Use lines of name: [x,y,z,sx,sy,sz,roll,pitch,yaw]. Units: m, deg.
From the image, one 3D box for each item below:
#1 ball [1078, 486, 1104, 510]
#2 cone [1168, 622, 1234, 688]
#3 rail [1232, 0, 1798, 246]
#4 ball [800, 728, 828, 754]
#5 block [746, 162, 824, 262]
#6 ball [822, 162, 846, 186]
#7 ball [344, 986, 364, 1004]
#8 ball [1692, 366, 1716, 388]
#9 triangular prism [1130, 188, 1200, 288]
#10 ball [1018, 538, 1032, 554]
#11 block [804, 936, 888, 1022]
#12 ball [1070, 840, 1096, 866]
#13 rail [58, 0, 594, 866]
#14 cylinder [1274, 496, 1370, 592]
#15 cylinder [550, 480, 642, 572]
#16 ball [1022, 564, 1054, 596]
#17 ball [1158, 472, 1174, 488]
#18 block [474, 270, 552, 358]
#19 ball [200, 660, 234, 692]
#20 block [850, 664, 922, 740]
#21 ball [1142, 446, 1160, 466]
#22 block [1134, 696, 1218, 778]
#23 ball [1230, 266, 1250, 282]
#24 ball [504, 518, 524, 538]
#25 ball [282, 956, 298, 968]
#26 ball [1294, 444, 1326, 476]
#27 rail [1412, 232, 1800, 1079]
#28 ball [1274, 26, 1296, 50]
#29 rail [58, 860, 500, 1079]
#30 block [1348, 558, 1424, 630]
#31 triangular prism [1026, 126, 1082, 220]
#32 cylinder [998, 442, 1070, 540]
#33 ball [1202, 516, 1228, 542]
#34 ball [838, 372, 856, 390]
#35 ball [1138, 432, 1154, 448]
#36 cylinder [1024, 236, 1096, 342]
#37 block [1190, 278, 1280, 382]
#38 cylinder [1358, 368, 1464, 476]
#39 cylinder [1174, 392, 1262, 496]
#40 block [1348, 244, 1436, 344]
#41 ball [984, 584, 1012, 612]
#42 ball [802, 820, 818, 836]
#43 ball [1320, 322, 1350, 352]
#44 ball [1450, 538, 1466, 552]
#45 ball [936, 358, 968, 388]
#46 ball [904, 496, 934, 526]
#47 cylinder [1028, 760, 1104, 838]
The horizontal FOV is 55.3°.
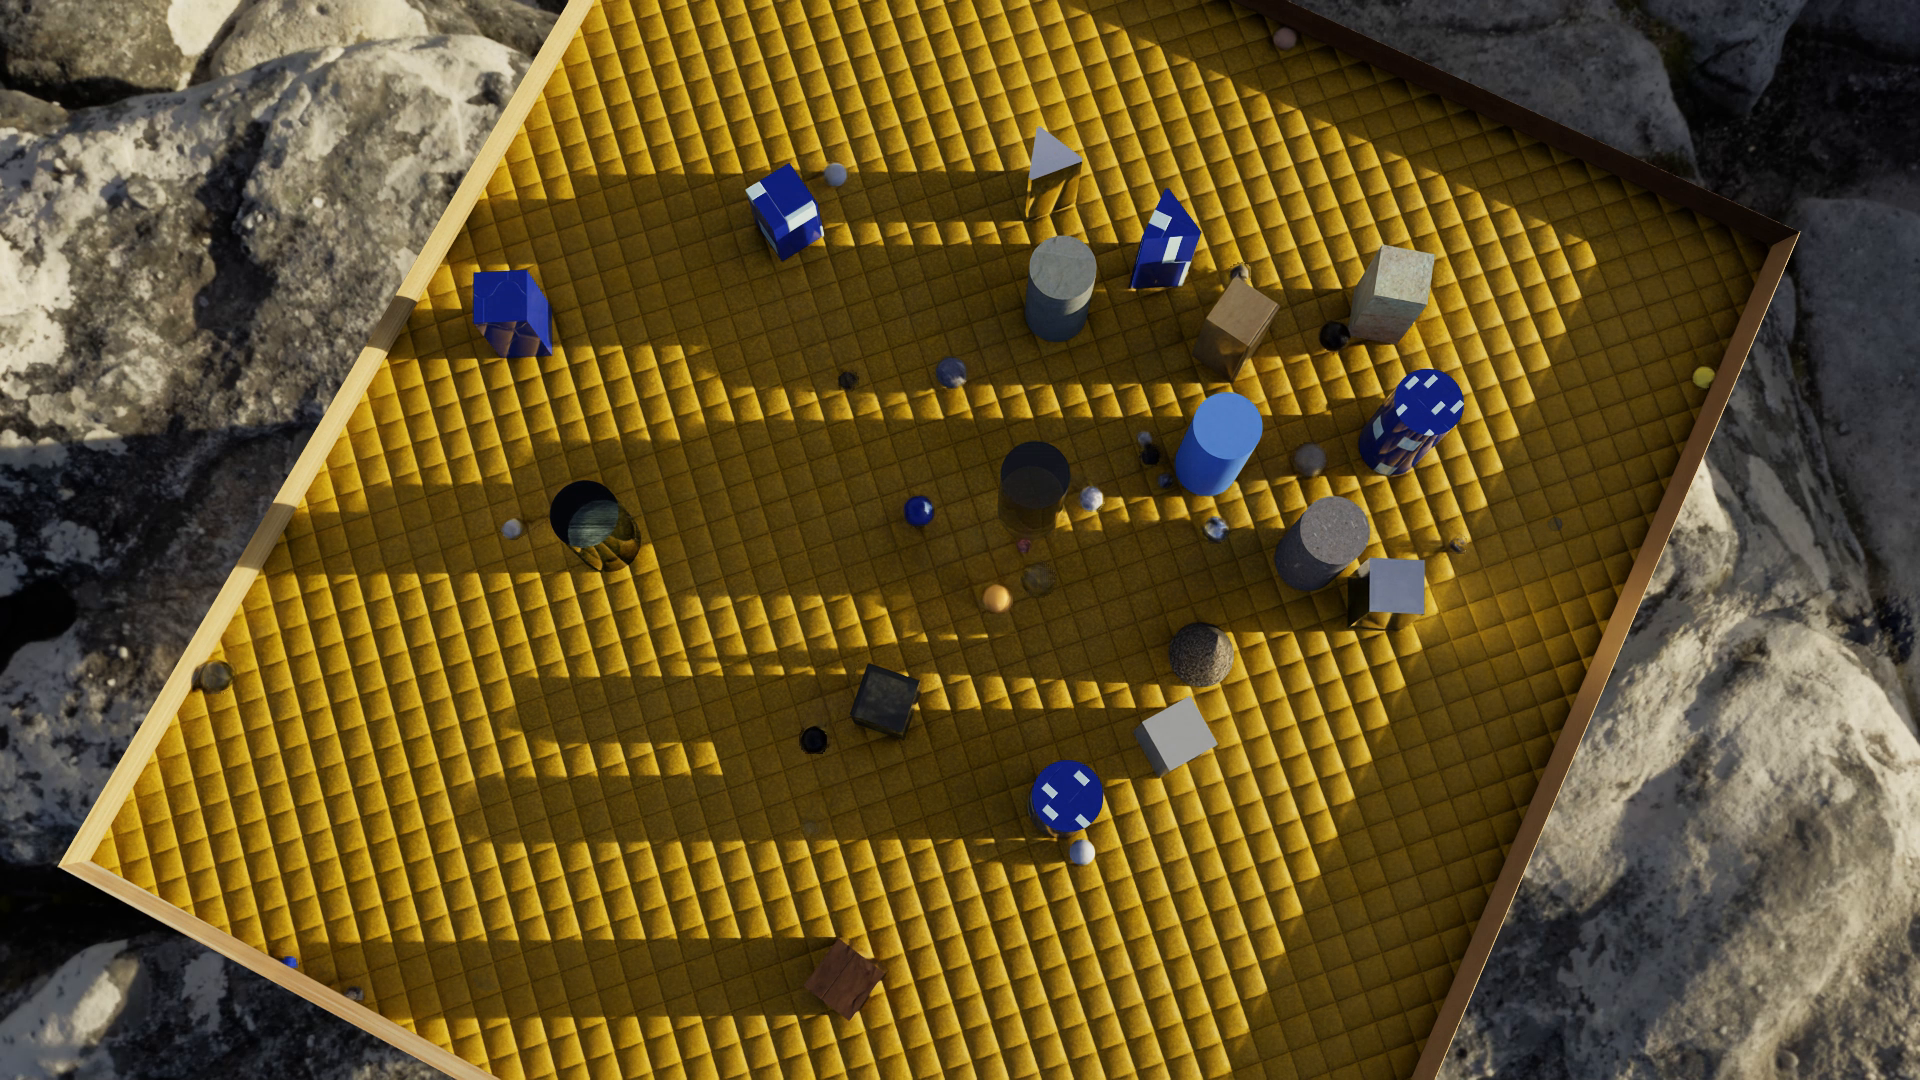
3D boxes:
ball: [0.401,-0.127,5.605,0.075,0.075,0.075,0,78,0]
cone: [0.730,0.309,5.360,0.198,0.376,0.198,0,78,0]
rail: [0.899,-1.753,5.913,3.796,0.129,0.045,26,80,5]
ball: [-0.434,0.596,5.453,0.078,0.078,0.078,0,78,0]
block: [-0.542,-1.015,5.690,0.158,0.268,0.158,-33,80,-6]
ball: [-0.398,-1.160,5.818,0.075,0.075,0.075,0,78,0]
ball: [-1.757,1.320,5.316,0.053,0.053,0.053,0,78,0]
ball: [2.310,-0.506,5.687,0.068,0.068,0.068,0,78,0]
triangular prism: [0.614,-0.917,5.583,0.171,0.438,0.148,-4,78,-1]
ball: [0.196,0.019,5.590,0.045,0.045,0.045,0,78,0]
block: [-0.317,1.235,5.175,0.158,0.363,0.158,36,81,7]
ball: [0.359,0.918,5.388,0.076,0.076,0.076,0,78,0]
rail: [-1.676,-0.814,5.718,0.045,0.129,4.066,26,80,5]
cylinder: [1.061,0.016,5.394,0.198,0.430,0.198,0,78,0]
cylinder: [-1.076,-0.037,5.432,0.198,0.377,0.198,0,78,0]
ball: [0.235,0.121,5.541,0.099,0.099,0.099,0,78,0]
ball: [0.632,-0.183,5.631,0.047,0.047,0.047,0,78,0]
block: [-1.359,-0.685,5.582,0.158,0.345,0.158,-3,78,-1]
ball: [-2.222,0.408,5.483,0.096,0.096,0.096,0,78,0]
block: [-0.216,0.478,5.395,0.158,0.240,0.158,18,79,4]
ball: [0.587,-0.259,5.640,0.059,0.059,0.059,0,78,0]
block: [0.625,0.578,5.349,0.158,0.289,0.158,-28,80,-6]
ball: [0.879,-0.835,5.760,0.058,0.058,0.058,0,78,0]
ball: [-1.364,-0.035,5.594,0.058,0.058,0.058,0,78,0]
ball: [-1.954,1.234,5.338,0.045,0.045,0.045,0,78,0]
ball: [1.072,-0.243,5.616,0.099,0.099,0.099,0,78,0]
rail: [1.676,0.828,5.379,0.045,0.129,4.066,26,80,5]
ball: [1.050,-1.618,5.914,0.073,0.073,0.073,0,78,0]
rail: [-0.899,1.767,5.184,3.796,0.129,0.045,26,80,5]
block: [1.259,0.163,5.427,0.158,0.306,0.158,3,78,1]
triangular prism: [0.263,-1.148,5.684,0.171,0.333,0.148,-21,79,-4]
cylinder: [0.214,-0.140,5.417,0.198,0.447,0.198,0,78,0]
ball: [0.776,-0.033,5.582,0.081,0.081,0.081,0,78,0]
ball: [-0.350,-0.493,5.690,0.056,0.056,0.056,0,78,0]
ball: [0.573,-0.308,5.657,0.045,0.045,0.045,0,78,0]
cylinder: [0.302,-0.758,5.568,0.198,0.403,0.198,0,78,0]
block: [0.833,-0.634,5.565,0.158,0.359,0.158,35,80,7]
cylinder: [1.334,-0.344,5.443,0.198,0.480,0.198,0,78,0]
cylinder: [0.762,-0.278,5.437,0.198,0.464,0.198,0,78,0]
block: [1.307,-0.742,5.574,0.158,0.383,0.158,11,79,2]
ball: [0.112,0.177,5.537,0.085,0.085,0.085,0,78,0]
ball: [-0.443,0.853,5.417,0.046,0.046,0.046,0,78,0]
ball: [1.166,-0.631,5.700,0.093,0.093,0.093,0,78,0]
ball: [1.519,0.016,5.591,0.045,0.045,0.045,0,78,0]
ball: [-0.023,-0.516,5.674,0.096,0.096,0.096,0,78,0]
ball: [-0.125,-0.087,5.587,0.093,0.093,0.093,0,78,0]
cylinder: [0.299,0.748,5.265,0.198,0.385,0.198,0,78,0]
